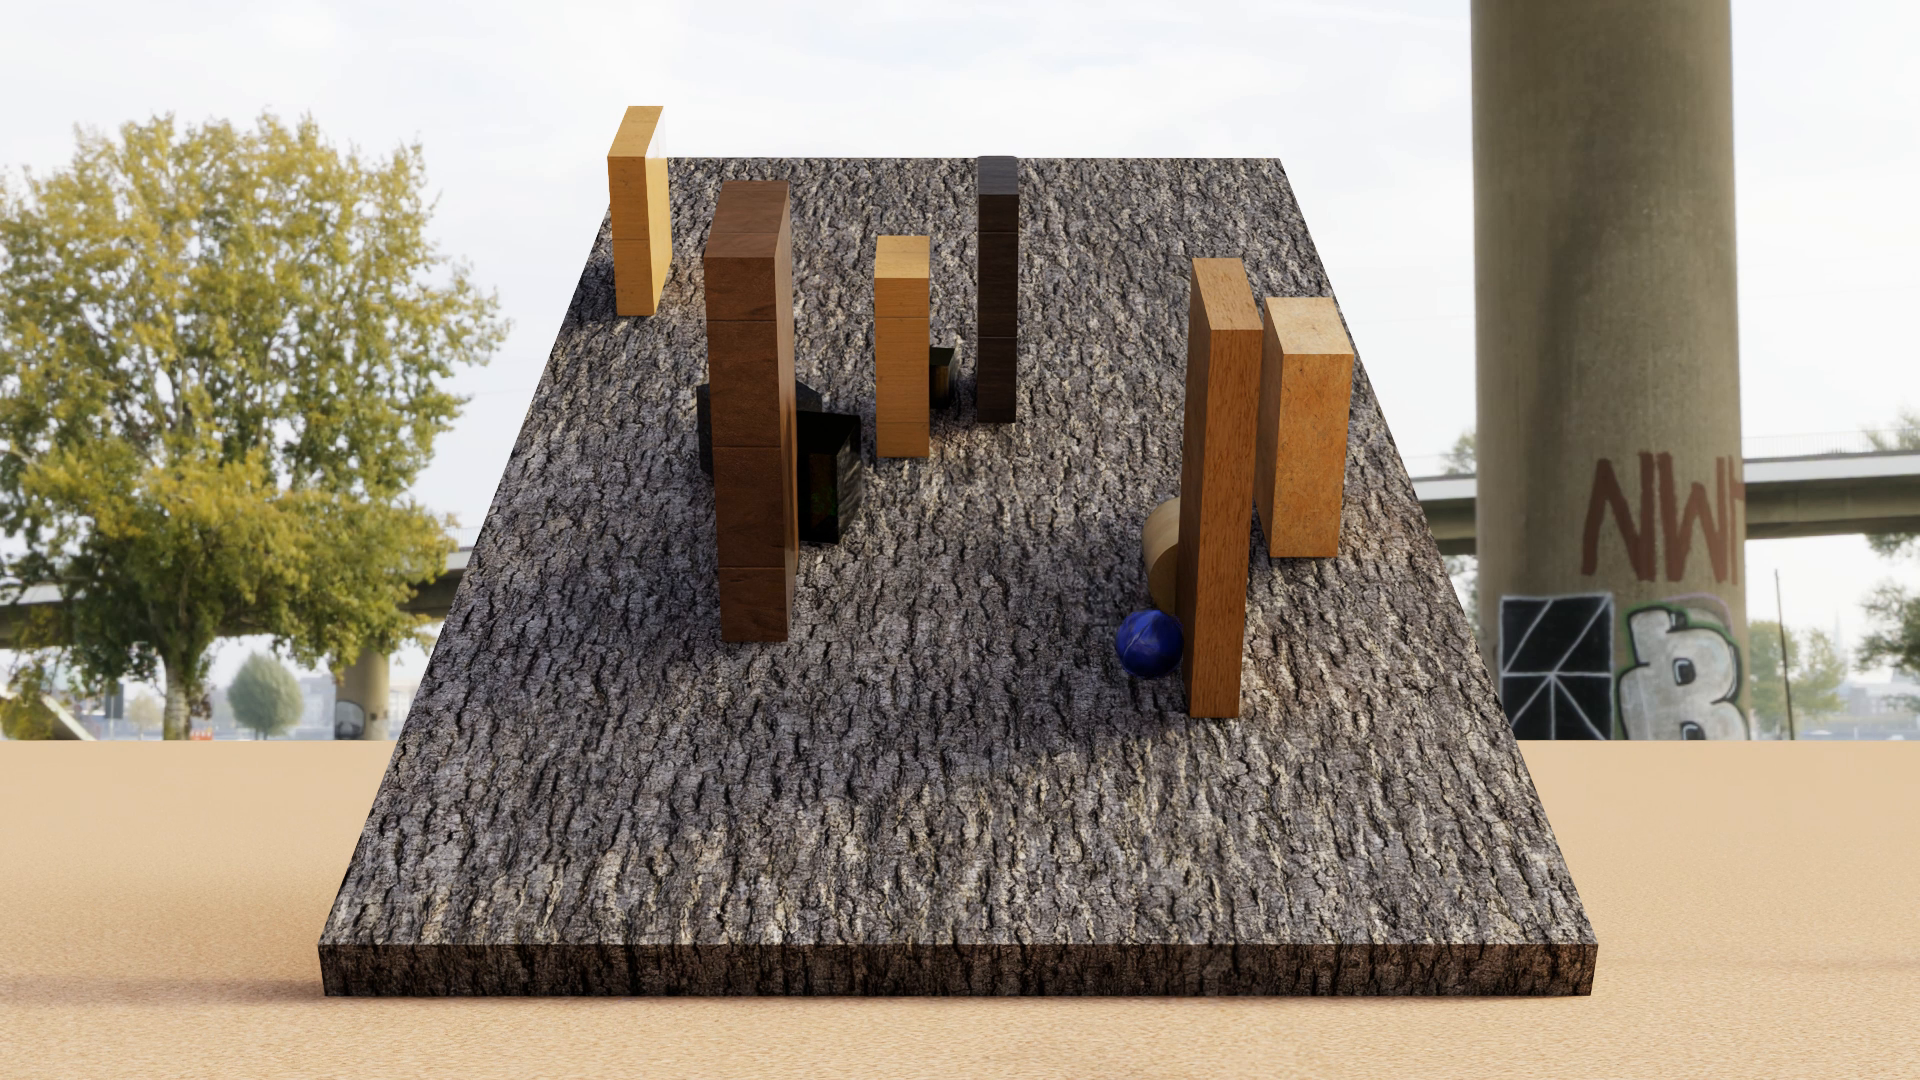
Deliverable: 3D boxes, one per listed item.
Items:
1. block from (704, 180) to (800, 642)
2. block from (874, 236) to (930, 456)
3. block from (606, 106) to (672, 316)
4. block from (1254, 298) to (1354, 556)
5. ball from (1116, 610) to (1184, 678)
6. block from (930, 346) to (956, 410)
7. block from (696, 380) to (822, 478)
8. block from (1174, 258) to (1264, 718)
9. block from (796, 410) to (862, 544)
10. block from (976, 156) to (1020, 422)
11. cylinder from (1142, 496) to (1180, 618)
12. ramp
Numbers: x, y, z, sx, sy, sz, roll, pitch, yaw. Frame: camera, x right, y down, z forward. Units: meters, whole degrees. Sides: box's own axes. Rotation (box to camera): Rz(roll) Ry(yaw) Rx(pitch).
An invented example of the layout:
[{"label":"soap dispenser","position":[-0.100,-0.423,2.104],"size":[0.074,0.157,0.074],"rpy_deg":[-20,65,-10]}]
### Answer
[{"label":"block","position":[-0.394,-0.250,4.572],"size":[0.126,0.781,0.431],"rpy_deg":[0,27,0]},{"label":"block","position":[-0.128,-0.437,5.336],"size":[0.117,0.426,0.271],"rpy_deg":[0,27,0]},{"label":"block","position":[-0.832,-0.864,6.180],"size":[0.095,0.423,0.441],"rpy_deg":[0,27,0]},{"label":"block","position":[0.708,-0.236,4.916],"size":[0.138,0.451,0.310],"rpy_deg":[0,27,0]},{"label":"ball","position":[0.354,0.193,4.421],"size":[0.128,0.128,0.128],"rpy_deg":[0,-5,0]},{"label":"block","position":[-0.074,-0.383,5.580],"size":[0.110,0.110,0.110],"rpy_deg":[4,27,7]},{"label":"block","position":[-0.437,-0.236,5.188],"size":[0.199,0.199,0.199],"rpy_deg":[-18,32,-32]},{"label":"block","position":[0.463,-0.093,4.293],"size":[0.088,0.757,0.347],"rpy_deg":[0,27,0]},{"label":"block","position":[-0.331,-0.137,4.987],"size":[0.204,0.204,0.204],"rpy_deg":[5,27,10]},{"label":"block","position":[0.085,-0.581,5.484],"size":[0.089,0.551,0.283],"rpy_deg":[0,27,0]},{"label":"cylinder","position":[0.458,0.038,4.660],"size":[0.189,0.189,0.189],"rpy_deg":[0,27,-1]},{"label":"ramp","position":[-0.010,-0.227,5.504],"size":[2.000,0.100,4.000],"rpy_deg":[0,27,0]}]
